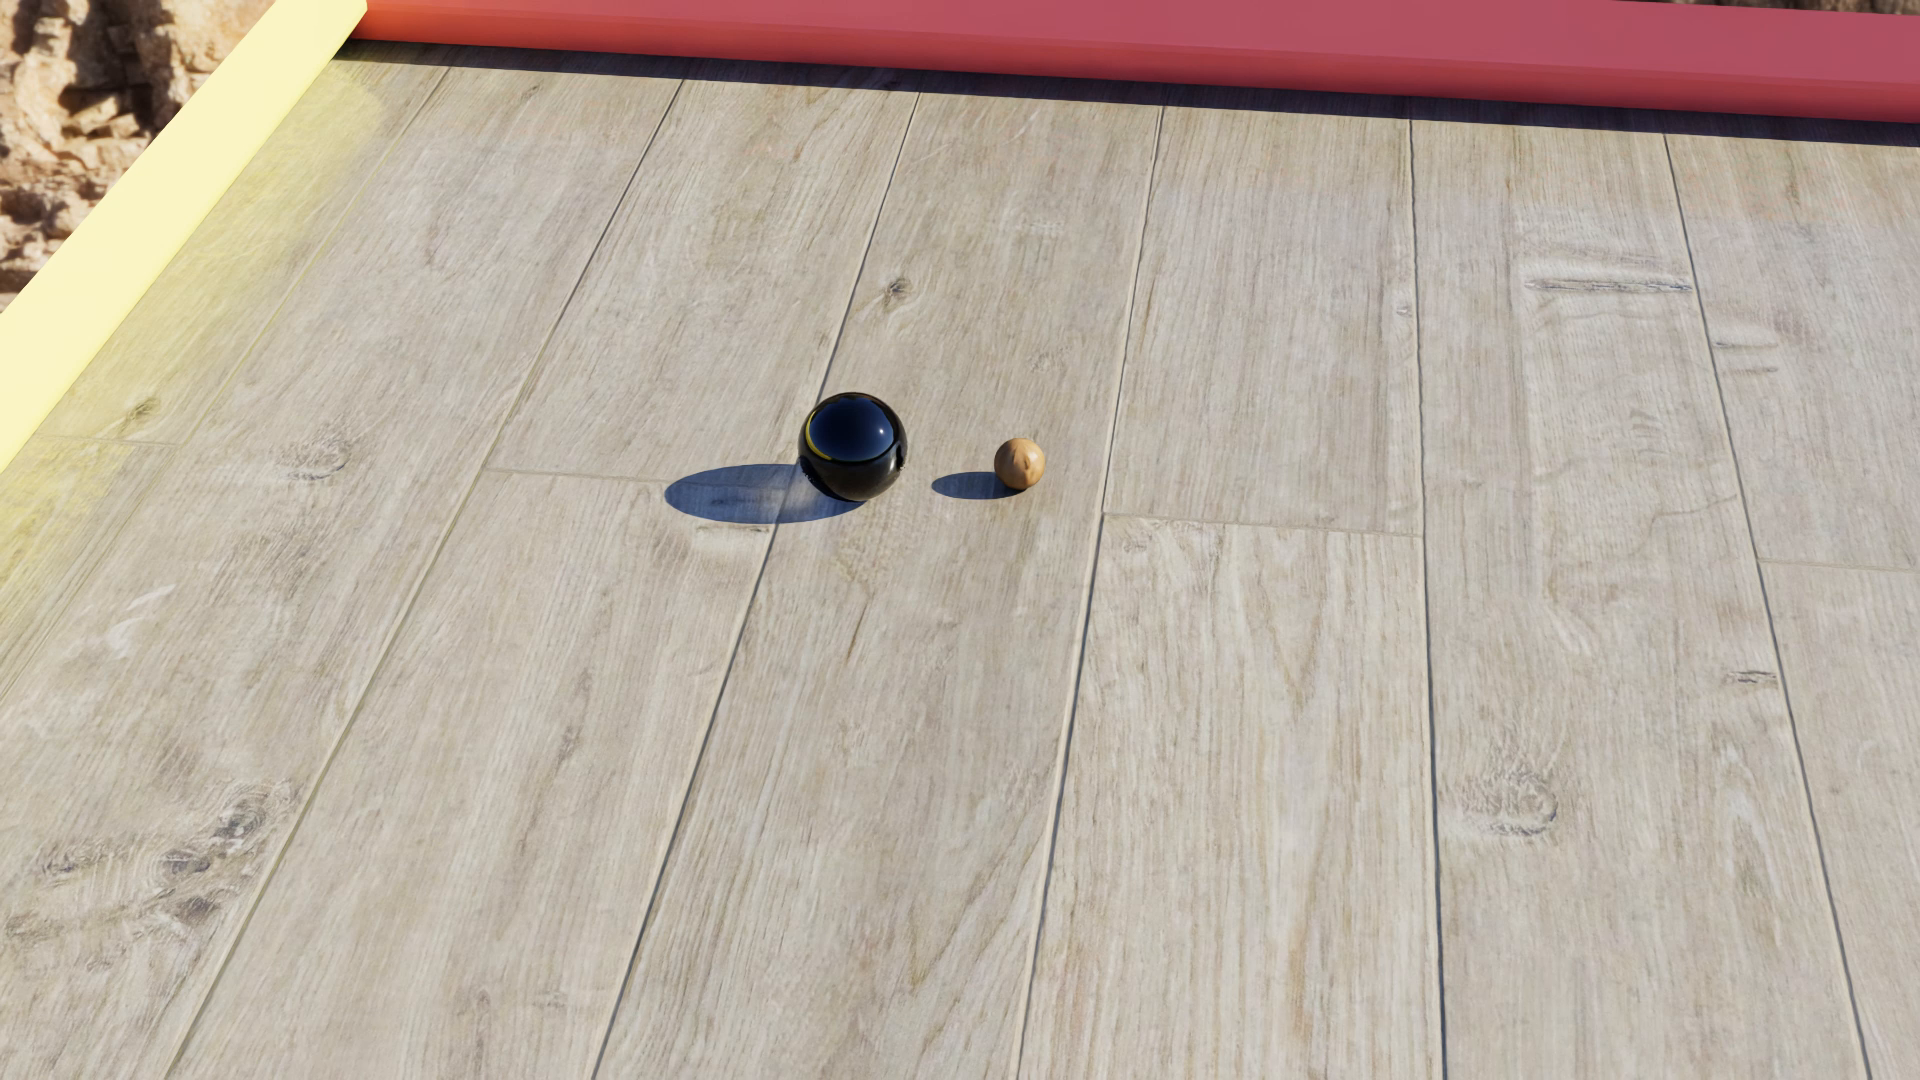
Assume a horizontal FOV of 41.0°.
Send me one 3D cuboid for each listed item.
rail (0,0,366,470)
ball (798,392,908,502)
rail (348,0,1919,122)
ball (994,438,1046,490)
[{"bbox_3d":[-0.753,-0.076,1.989,0.045,0.113,1.806,4,35,6],"label":"rail"},{"bbox_3d":[-0.084,-0.073,2.008,0.087,0.087,0.087,0,35,0],"label":"ball"},{"bbox_3d":[0.889,-0.460,2.543,3.131,0.113,0.045,4,35,6],"label":"rail"},{"bbox_3d":[0.047,-0.060,2.030,0.041,0.041,0.041,0,35,0],"label":"ball"}]
